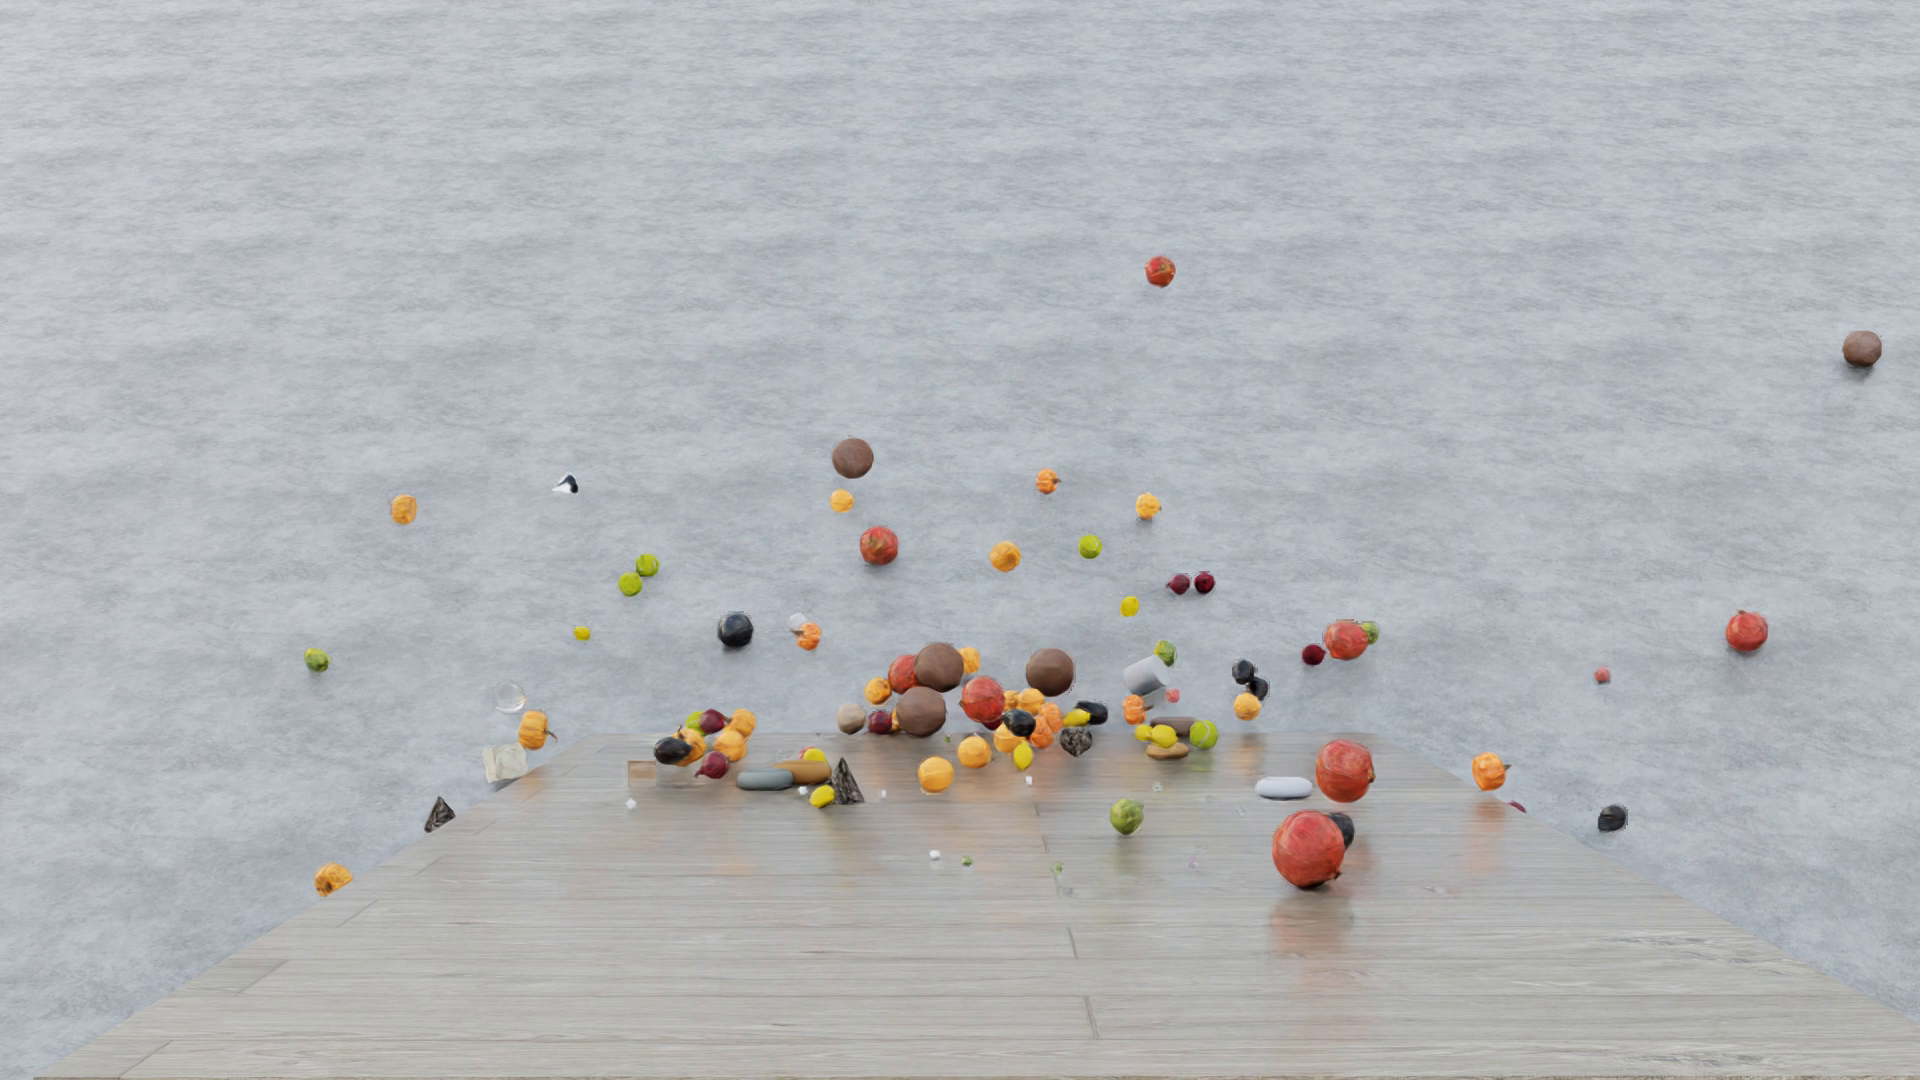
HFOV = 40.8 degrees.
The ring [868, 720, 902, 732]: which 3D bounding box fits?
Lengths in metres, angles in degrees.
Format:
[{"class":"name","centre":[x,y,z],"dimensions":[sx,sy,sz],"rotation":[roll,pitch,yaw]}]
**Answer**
[{"class":"ring","centre":[-0.192,0.478,6.625],"dimensions":[0.092,0.031,0.092],"rotation":[0,-3,0]}]

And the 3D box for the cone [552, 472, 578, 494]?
[{"class":"cone","centre":[-1.210,-0.164,7.856],"dimensions":[0.072,0.072,0.072],"rotation":[-20,33,-22]}]

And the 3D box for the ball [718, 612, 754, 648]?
[{"class":"ball","centre":[-0.622,0.250,7.147],"dimensions":[0.099,0.099,0.099],"rotation":[0,28,0]}]

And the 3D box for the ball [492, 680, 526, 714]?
[{"class":"ball","centre":[-1.195,0.416,6.849],"dimensions":[0.086,0.086,0.086],"rotation":[0,28,0]}]

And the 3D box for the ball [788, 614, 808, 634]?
[{"class":"ball","centre":[-0.453,0.234,7.220],"dimensions":[0.060,0.060,0.060],"rotation":[0,28,0]}]

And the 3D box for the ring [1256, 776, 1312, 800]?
[{"class":"ring","centre":[0.643,0.492,5.126],"dimensions":[0.111,0.037,0.111],"rotation":[-1,1,0]}]

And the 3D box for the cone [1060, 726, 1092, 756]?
[{"class":"cone","centre":[0.268,0.483,5.988],"dimensions":[0.076,0.076,0.076],"rotation":[1,27,2]}]

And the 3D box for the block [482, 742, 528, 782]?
[{"class":"block","centre":[-1.149,0.562,6.531],"dimensions":[0.084,0.084,0.084],"rotation":[-8,-4,-28]}]

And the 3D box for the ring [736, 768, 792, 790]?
[{"class":"ring","centre":[-0.401,0.490,5.299],"dimensions":[0.115,0.038,0.115],"rotation":[-1,1,0]}]

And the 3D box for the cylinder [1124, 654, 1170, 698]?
[{"class":"cylinder","centre":[0.497,0.363,6.891],"dimensions":[0.087,0.087,0.087],"rotation":[-27,17,26]}]

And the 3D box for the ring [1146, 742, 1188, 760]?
[{"class":"ring","centre":[0.477,0.485,5.938],"dimensions":[0.098,0.033,0.098],"rotation":[-1,0,0]}]

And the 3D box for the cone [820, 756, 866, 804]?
[{"class":"cone","centre":[-0.230,0.466,5.059],"dimensions":[0.091,0.091,0.091],"rotation":[0,1,0]}]

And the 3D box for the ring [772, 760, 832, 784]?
[{"class":"ring","centre":[-0.333,0.487,5.406],"dimensions":[0.130,0.043,0.130],"rotation":[-1,2,0]}]

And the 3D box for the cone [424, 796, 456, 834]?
[{"class":"cone","centre":[-1.280,0.667,6.374],"dimensions":[0.090,0.090,0.090],"rotation":[0,28,0]}]

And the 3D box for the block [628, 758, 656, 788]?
[{"class":"block","centre":[-0.659,0.482,5.345],"dimensions":[0.054,0.054,0.054],"rotation":[0,1,-12]}]

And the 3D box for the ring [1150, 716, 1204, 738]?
[{"class":"ring","centre":[0.546,0.471,6.518],"dimensions":[0.137,0.046,0.137],"rotation":[0,0,0]}]

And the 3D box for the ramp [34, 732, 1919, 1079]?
[{"class":"ramp","centre":[0.063,0.567,4.607],"dimensions":[2.000,0.100,4.000],"rotation":[0,1,0]}]

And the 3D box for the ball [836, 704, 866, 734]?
[{"class":"ball","centre":[-0.279,0.455,6.579],"dimensions":[0.078,0.078,0.078],"rotation":[0,28,0]}]
